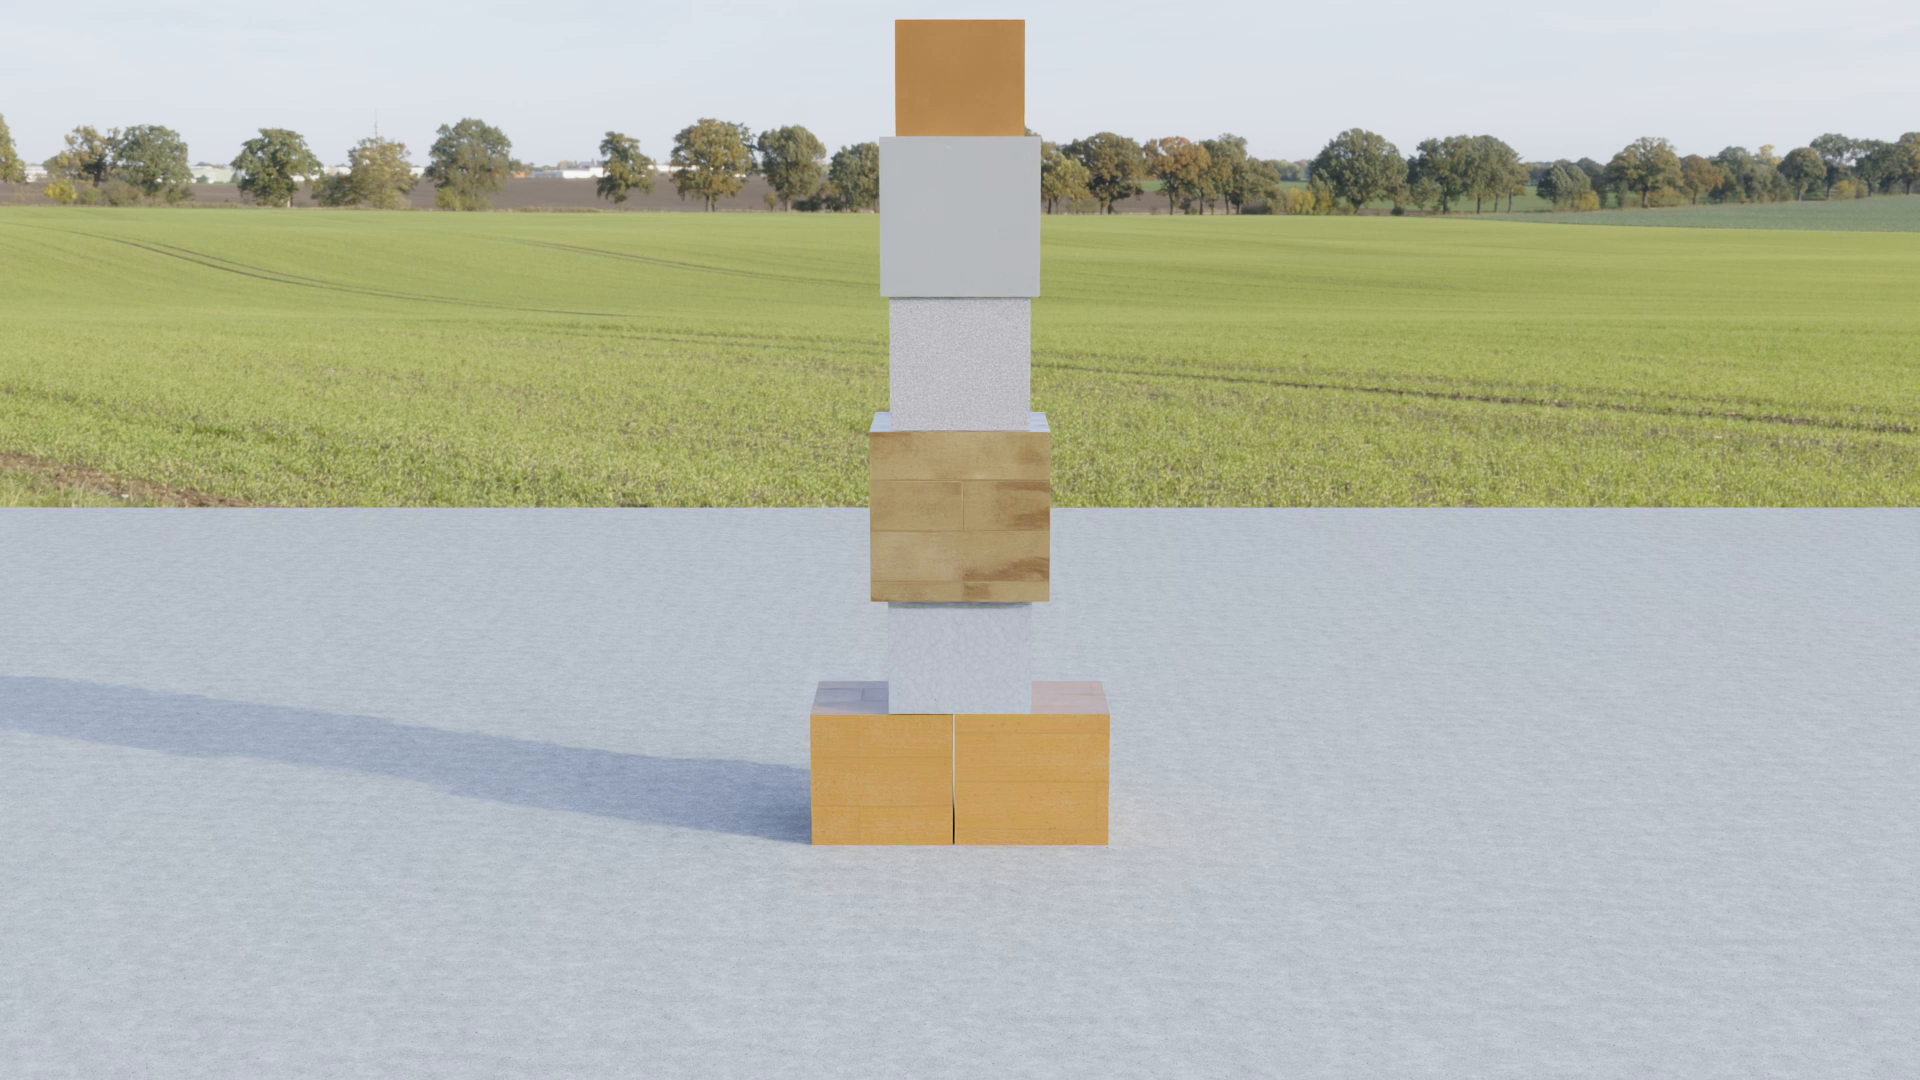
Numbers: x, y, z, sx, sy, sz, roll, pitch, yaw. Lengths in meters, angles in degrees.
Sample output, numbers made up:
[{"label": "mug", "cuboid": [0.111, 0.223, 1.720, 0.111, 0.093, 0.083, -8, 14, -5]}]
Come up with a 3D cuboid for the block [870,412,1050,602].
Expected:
[{"label": "block", "cuboid": [0.000, -0.182, 11.130, 0.878, 0.839, 0.807, 0, 10, 0]}]

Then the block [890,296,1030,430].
[{"label": "block", "cuboid": [0.000, -0.921, 11.033, 0.685, 0.651, 0.695, 0, 10, 0]}]

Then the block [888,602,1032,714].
[{"label": "block", "cuboid": [0.000, 0.516, 11.279, 0.711, 0.587, 0.716, 0, 10, 0]}]

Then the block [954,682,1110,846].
[{"label": "block", "cuboid": [0.361, 1.143, 11.372, 0.775, 0.681, 0.685, 0, 10, 0]}]

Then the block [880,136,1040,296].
[{"label": "block", "cuboid": [0.000, -1.611, 10.882, 0.770, 0.760, 0.706, 0, 10, 0]}]

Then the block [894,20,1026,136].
[{"label": "block", "cuboid": [0.000, -2.257, 10.786, 0.619, 0.547, 0.601, 0, 10, 0]}]

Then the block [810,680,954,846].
[{"label": "block", "cuboid": [-0.393, 1.144, 11.380, 0.711, 0.678, 0.701, 0, 10, 0]}]
